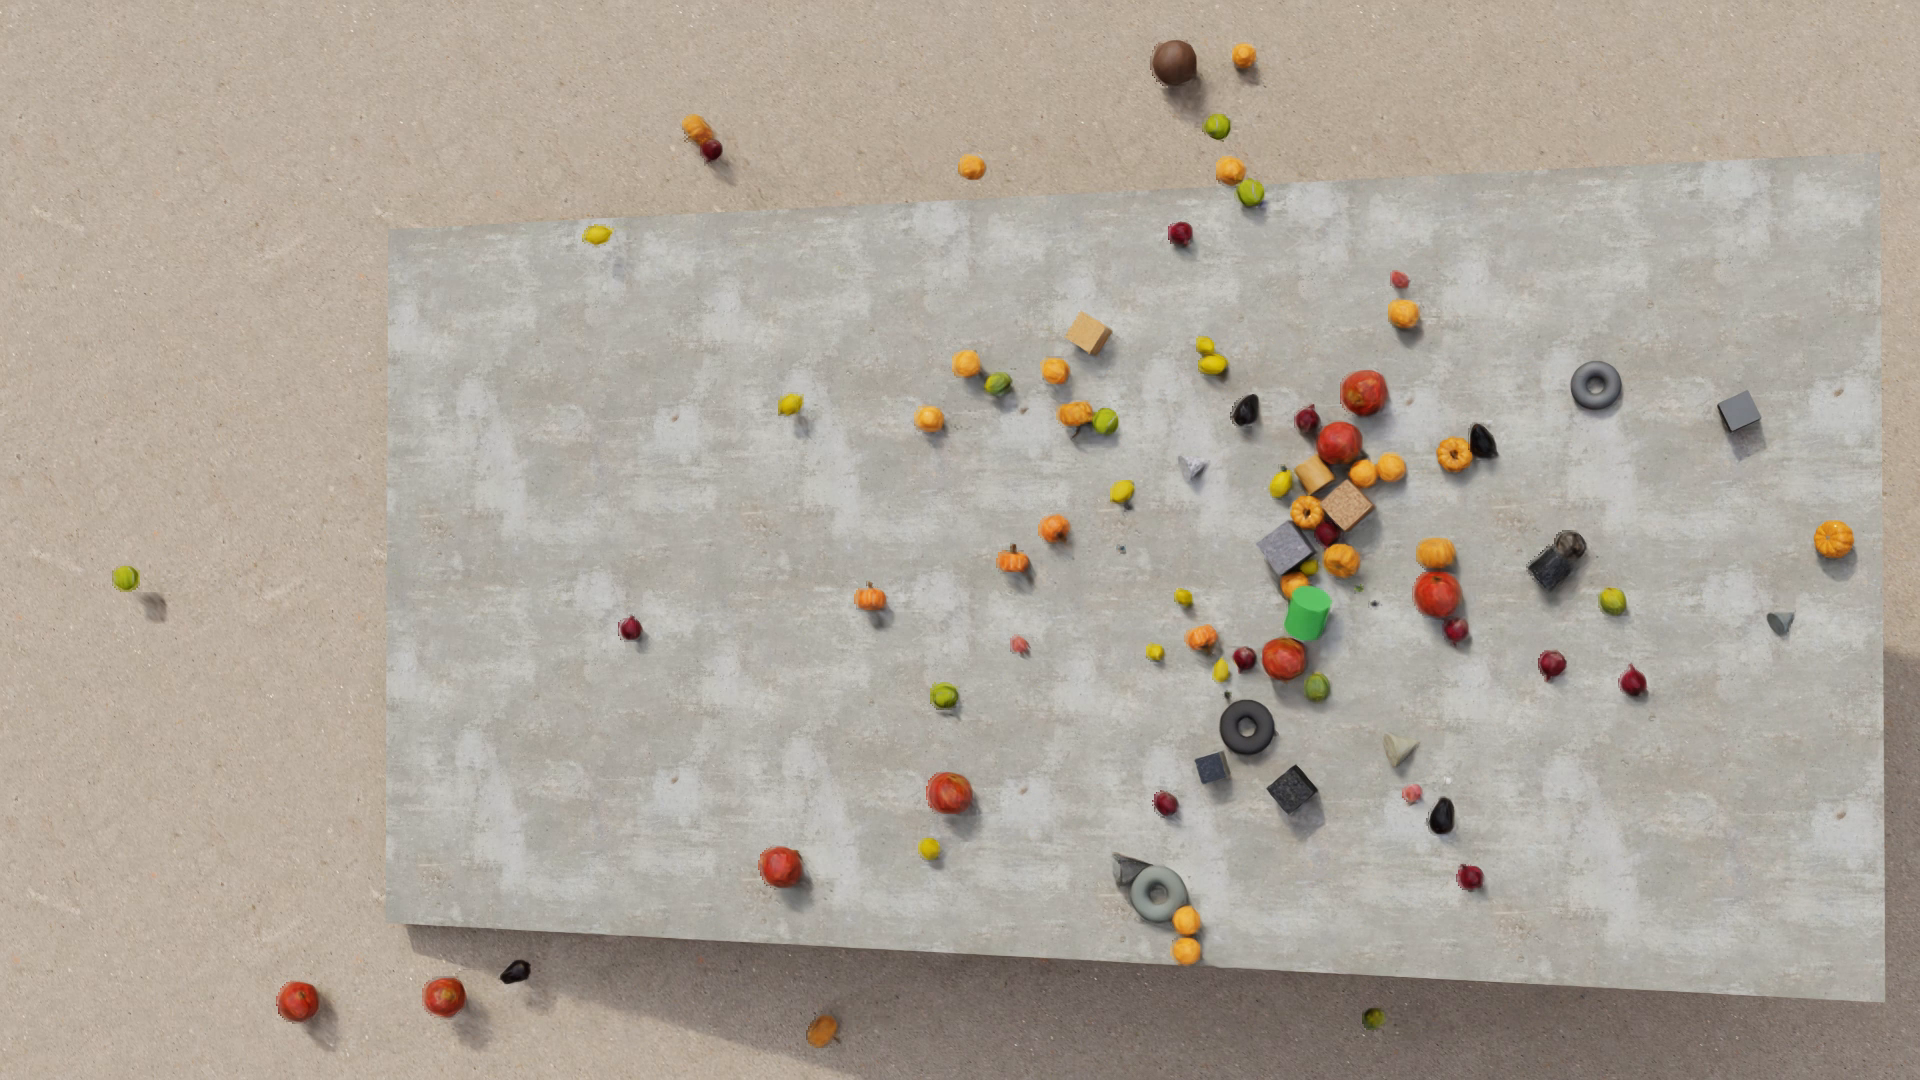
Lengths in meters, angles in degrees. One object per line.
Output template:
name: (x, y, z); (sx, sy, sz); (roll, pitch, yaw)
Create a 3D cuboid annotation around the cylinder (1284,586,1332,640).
cylinder: (0.870, 0.183, 5.500); (0.098, 0.098, 0.098); (10, 128, 0)

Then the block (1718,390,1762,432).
block: (1.855, -0.306, 5.237); (0.073, 0.073, 0.073); (-26, 82, 15)

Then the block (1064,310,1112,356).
block: (0.334, -0.536, 5.703); (0.080, 0.080, 0.080); (35, 99, 15)

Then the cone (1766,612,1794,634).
cone: (1.960, 0.185, 5.222); (0.059, 0.059, 0.059); (-29, 89, -12)

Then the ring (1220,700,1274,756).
ring: (0.729, 0.475, 5.585); (0.141, 0.047, 0.141); (-1, 86, 19)

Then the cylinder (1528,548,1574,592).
cylinder: (1.439, 0.070, 5.356); (0.078, 0.078, 0.078); (-43, 89, 12)

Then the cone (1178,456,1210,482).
cone: (0.609, -0.194, 5.638); (0.074, 0.074, 0.074); (-18, 89, -11)

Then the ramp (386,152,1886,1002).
ramp: (0.273, 0.094, 5.807); (4.000, 0.100, 2.000); (0, 89, 17)

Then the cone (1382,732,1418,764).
cone: (1.109, 0.510, 5.473); (0.083, 0.083, 0.083); (-8, 89, -20)

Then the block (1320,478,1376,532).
block: (0.969, -0.086, 5.495); (0.092, 0.092, 0.092); (-44, 78, 12)

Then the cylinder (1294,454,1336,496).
cylinder: (0.892, -0.164, 5.528); (0.077, 0.077, 0.077); (-35, 75, 0)

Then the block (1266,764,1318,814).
block: (0.835, 0.627, 5.530); (0.085, 0.085, 0.085); (-42, 78, 12)

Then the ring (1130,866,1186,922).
ring: (0.509, 0.910, 5.645); (0.147, 0.049, 0.147); (0, 90, 17)

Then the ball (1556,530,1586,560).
ball: (1.486, 0.013, 5.347); (0.070, 0.070, 0.070); (0, 89, 0)

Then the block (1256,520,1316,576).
block: (0.823, 0.021, 5.535); (0.100, 0.100, 0.100); (-38, 79, 13)

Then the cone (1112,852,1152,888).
cone: (0.449, 0.843, 5.667); (0.096, 0.096, 0.096); (-6, 89, -10)

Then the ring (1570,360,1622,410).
ring: (1.547, -0.376, 5.350); (0.120, 0.040, 0.120); (0, 90, 18)

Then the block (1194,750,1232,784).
block: (0.644, 0.579, 5.599); (0.066, 0.066, 0.066); (-18, 84, 16)
